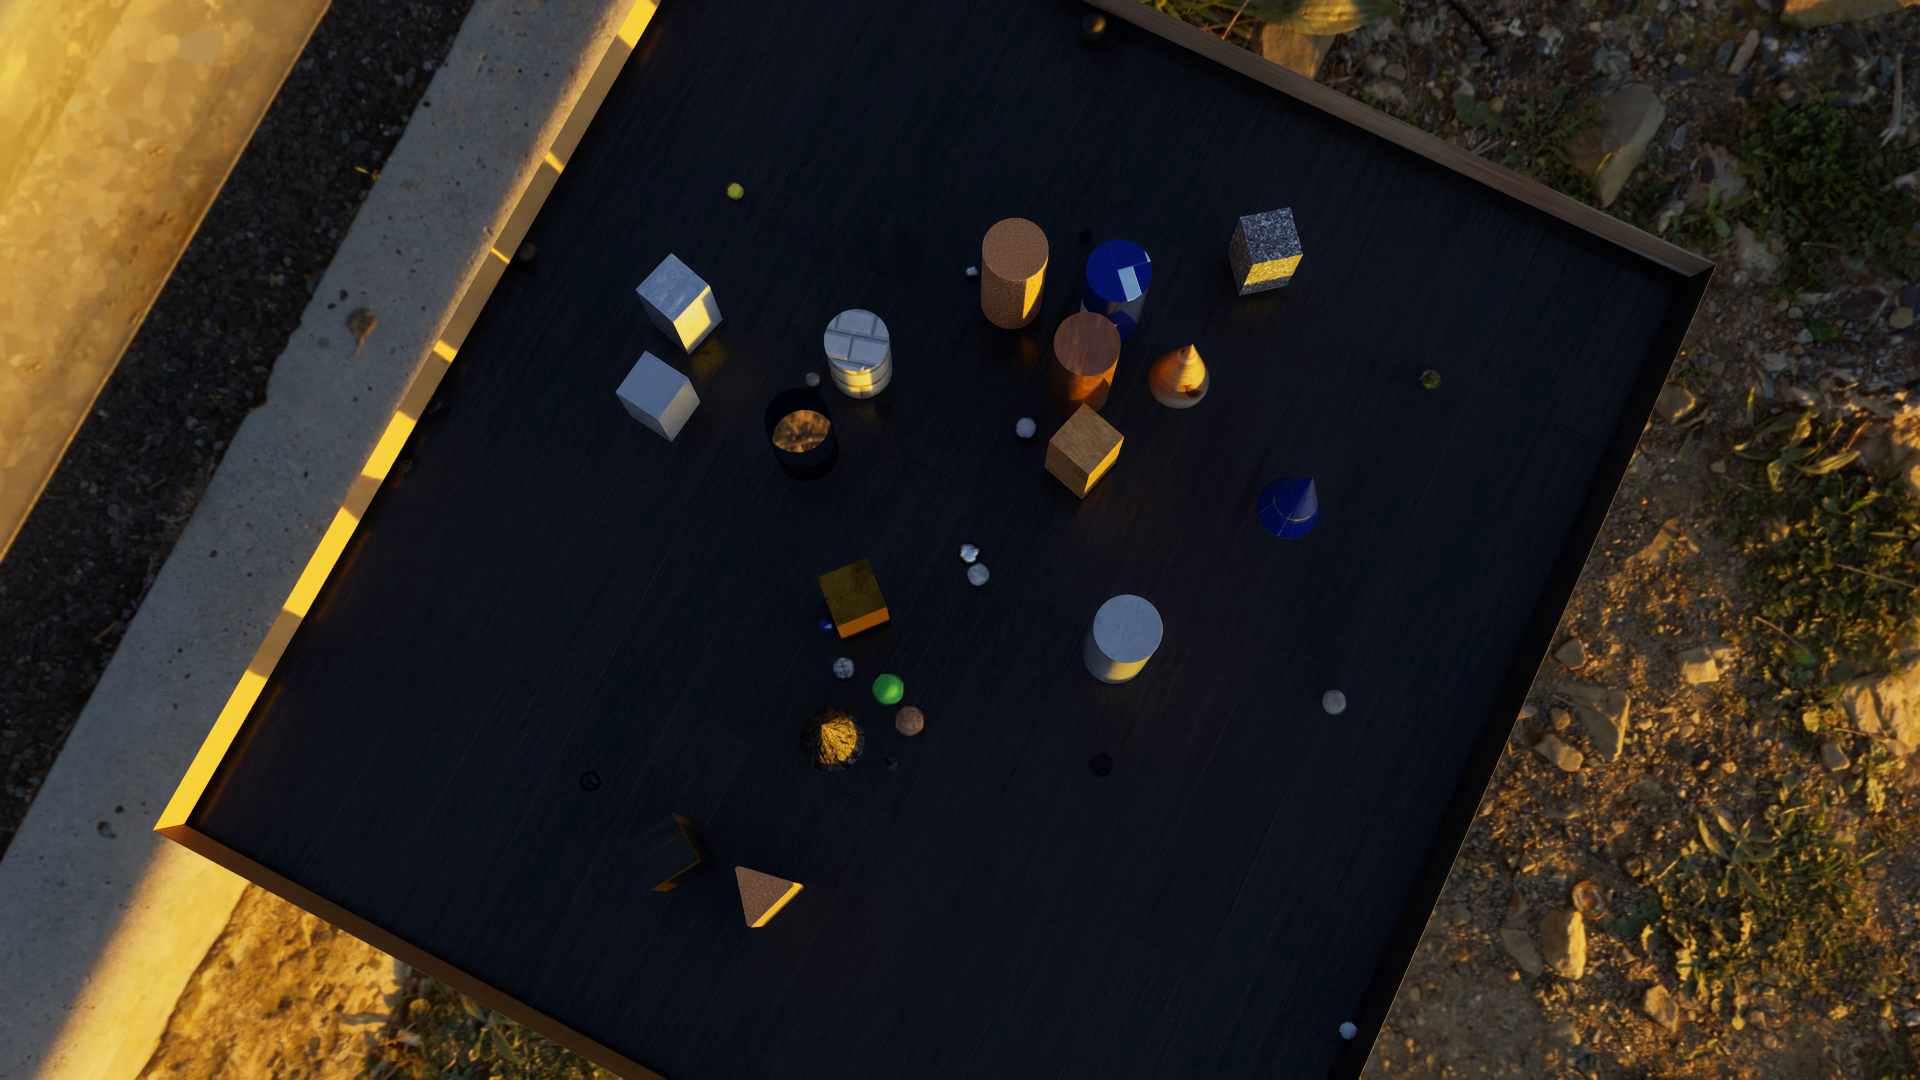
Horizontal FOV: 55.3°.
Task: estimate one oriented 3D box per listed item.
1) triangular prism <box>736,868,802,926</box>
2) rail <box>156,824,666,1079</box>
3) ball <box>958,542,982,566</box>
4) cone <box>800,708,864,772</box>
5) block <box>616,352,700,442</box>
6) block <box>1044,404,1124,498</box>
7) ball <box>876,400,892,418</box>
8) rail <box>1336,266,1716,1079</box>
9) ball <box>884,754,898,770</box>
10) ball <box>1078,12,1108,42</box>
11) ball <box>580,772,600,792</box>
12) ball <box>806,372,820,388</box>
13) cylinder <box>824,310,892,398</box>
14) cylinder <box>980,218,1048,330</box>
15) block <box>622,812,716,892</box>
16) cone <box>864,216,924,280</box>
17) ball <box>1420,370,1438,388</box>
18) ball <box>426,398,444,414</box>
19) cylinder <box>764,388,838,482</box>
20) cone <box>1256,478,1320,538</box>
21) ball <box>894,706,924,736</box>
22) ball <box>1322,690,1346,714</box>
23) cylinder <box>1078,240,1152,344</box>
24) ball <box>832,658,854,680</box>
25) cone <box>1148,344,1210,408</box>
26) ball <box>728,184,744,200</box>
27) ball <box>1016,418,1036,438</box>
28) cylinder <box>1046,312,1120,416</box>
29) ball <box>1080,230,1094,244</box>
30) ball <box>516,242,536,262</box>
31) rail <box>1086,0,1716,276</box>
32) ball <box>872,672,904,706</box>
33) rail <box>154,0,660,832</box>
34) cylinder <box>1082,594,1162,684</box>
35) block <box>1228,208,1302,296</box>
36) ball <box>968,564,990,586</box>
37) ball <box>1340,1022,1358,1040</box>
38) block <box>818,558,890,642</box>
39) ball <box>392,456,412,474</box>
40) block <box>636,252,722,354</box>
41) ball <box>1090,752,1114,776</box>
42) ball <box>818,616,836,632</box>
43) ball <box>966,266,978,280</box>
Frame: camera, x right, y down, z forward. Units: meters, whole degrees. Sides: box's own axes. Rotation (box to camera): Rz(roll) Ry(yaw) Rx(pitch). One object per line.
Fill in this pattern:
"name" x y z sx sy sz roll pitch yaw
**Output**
"triangular prism" -0.572 0.993 5.243 0.168 0.328 0.145 -43 81 -8
"rail" -0.804 1.581 5.224 3.414 0.126 0.045 26 80 5
"ball" 0.030 0.042 5.570 0.075 0.075 0.075 0 78 0
"cone" -0.383 0.555 5.280 0.194 0.434 0.194 0 78 0
"block" -0.916 -0.434 5.573 0.155 0.262 0.155 33 80 6
"block" 0.370 -0.264 5.508 0.155 0.319 0.155 41 81 8
"ball" -0.234 -0.405 5.674 0.052 0.052 0.052 0 78 0
"rail" 1.506 0.744 5.397 0.045 0.126 3.641 26 80 5
"ball" -0.206 0.660 5.457 0.045 0.045 0.045 0 78 0
"ball" 0.430 -1.656 5.911 0.095 0.095 0.095 0 78 0
"ball" -1.096 0.720 5.437 0.060 0.060 0.060 0 78 0
"ball" -0.458 -0.497 5.695 0.047 0.047 0.047 0 78 0
"cylinder" -0.307 -0.564 5.585 0.194 0.291 0.194 0 78 0
"cylinder" 0.161 -0.802 5.554 0.194 0.447 0.194 0 78 0
"block" -0.827 0.896 5.241 0.155 0.373 0.155 -31 80 -6
"cone" -0.209 -0.946 5.663 0.194 0.293 0.194 0 78 0
"ball" 1.459 -0.500 5.692 0.055 0.055 0.055 0 78 0
"ball" -1.626 -0.415 5.674 0.055 0.055 0.055 0 78 0
"cylinder" -0.472 -0.312 5.498 0.194 0.358 0.194 0 78 0
"cone" 1.010 -0.138 5.442 0.194 0.397 0.194 0 78 0
"ball" -0.150 0.538 5.460 0.088 0.088 0.088 0 78 0
"ball" 1.119 0.483 5.480 0.072 0.072 0.072 0 78 0
"cylinder" 0.465 -0.744 5.557 0.194 0.418 0.194 0 78 0
"ball" -0.349 0.387 5.503 0.066 0.066 0.066 0 78 0
"cone" 0.682 -0.539 5.547 0.194 0.355 0.194 0 78 0
"ball" -0.712 -1.106 5.819 0.051 0.051 0.051 0 78 0
"ball" 0.203 -0.345 5.655 0.064 0.064 0.064 0 78 0
"cylinder" 0.367 -0.519 5.495 0.194 0.449 0.194 0 78 0
"ball" 0.400 -0.959 5.794 0.041 0.041 0.041 0 78 0
"ball" -1.365 -0.907 5.772 0.064 0.064 0.064 0 78 0
"rail" 0.804 -1.567 5.875 3.414 0.126 0.045 26 80 5
"ball" -0.214 0.445 5.475 0.097 0.097 0.097 0 78 0
"rail" -1.506 -0.731 5.702 0.045 0.126 3.641 26 80 5
"cylinder" 0.468 0.293 5.325 0.194 0.453 0.194 0 78 0
"block" 0.939 -0.889 5.658 0.155 0.279 0.155 -12 79 -2
"ball" 0.057 0.105 5.562 0.065 0.065 0.065 0 78 0
"ball" 1.123 1.419 5.297 0.050 0.050 0.050 0 78 0
"block" -0.311 0.181 5.421 0.155 0.310 0.155 -22 79 -4
"ball" -1.716 -0.230 5.634 0.059 0.059 0.059 0 78 0
"block" -0.856 -0.719 5.604 0.155 0.316 0.155 41 81 8
"ball" 0.422 0.665 5.442 0.072 0.072 0.072 0 78 0
"ball" -0.402 0.255 5.539 0.049 0.049 0.049 0 78 0
"ball" 0.037 -0.842 5.770 0.040 0.040 0.040 0 78 0
